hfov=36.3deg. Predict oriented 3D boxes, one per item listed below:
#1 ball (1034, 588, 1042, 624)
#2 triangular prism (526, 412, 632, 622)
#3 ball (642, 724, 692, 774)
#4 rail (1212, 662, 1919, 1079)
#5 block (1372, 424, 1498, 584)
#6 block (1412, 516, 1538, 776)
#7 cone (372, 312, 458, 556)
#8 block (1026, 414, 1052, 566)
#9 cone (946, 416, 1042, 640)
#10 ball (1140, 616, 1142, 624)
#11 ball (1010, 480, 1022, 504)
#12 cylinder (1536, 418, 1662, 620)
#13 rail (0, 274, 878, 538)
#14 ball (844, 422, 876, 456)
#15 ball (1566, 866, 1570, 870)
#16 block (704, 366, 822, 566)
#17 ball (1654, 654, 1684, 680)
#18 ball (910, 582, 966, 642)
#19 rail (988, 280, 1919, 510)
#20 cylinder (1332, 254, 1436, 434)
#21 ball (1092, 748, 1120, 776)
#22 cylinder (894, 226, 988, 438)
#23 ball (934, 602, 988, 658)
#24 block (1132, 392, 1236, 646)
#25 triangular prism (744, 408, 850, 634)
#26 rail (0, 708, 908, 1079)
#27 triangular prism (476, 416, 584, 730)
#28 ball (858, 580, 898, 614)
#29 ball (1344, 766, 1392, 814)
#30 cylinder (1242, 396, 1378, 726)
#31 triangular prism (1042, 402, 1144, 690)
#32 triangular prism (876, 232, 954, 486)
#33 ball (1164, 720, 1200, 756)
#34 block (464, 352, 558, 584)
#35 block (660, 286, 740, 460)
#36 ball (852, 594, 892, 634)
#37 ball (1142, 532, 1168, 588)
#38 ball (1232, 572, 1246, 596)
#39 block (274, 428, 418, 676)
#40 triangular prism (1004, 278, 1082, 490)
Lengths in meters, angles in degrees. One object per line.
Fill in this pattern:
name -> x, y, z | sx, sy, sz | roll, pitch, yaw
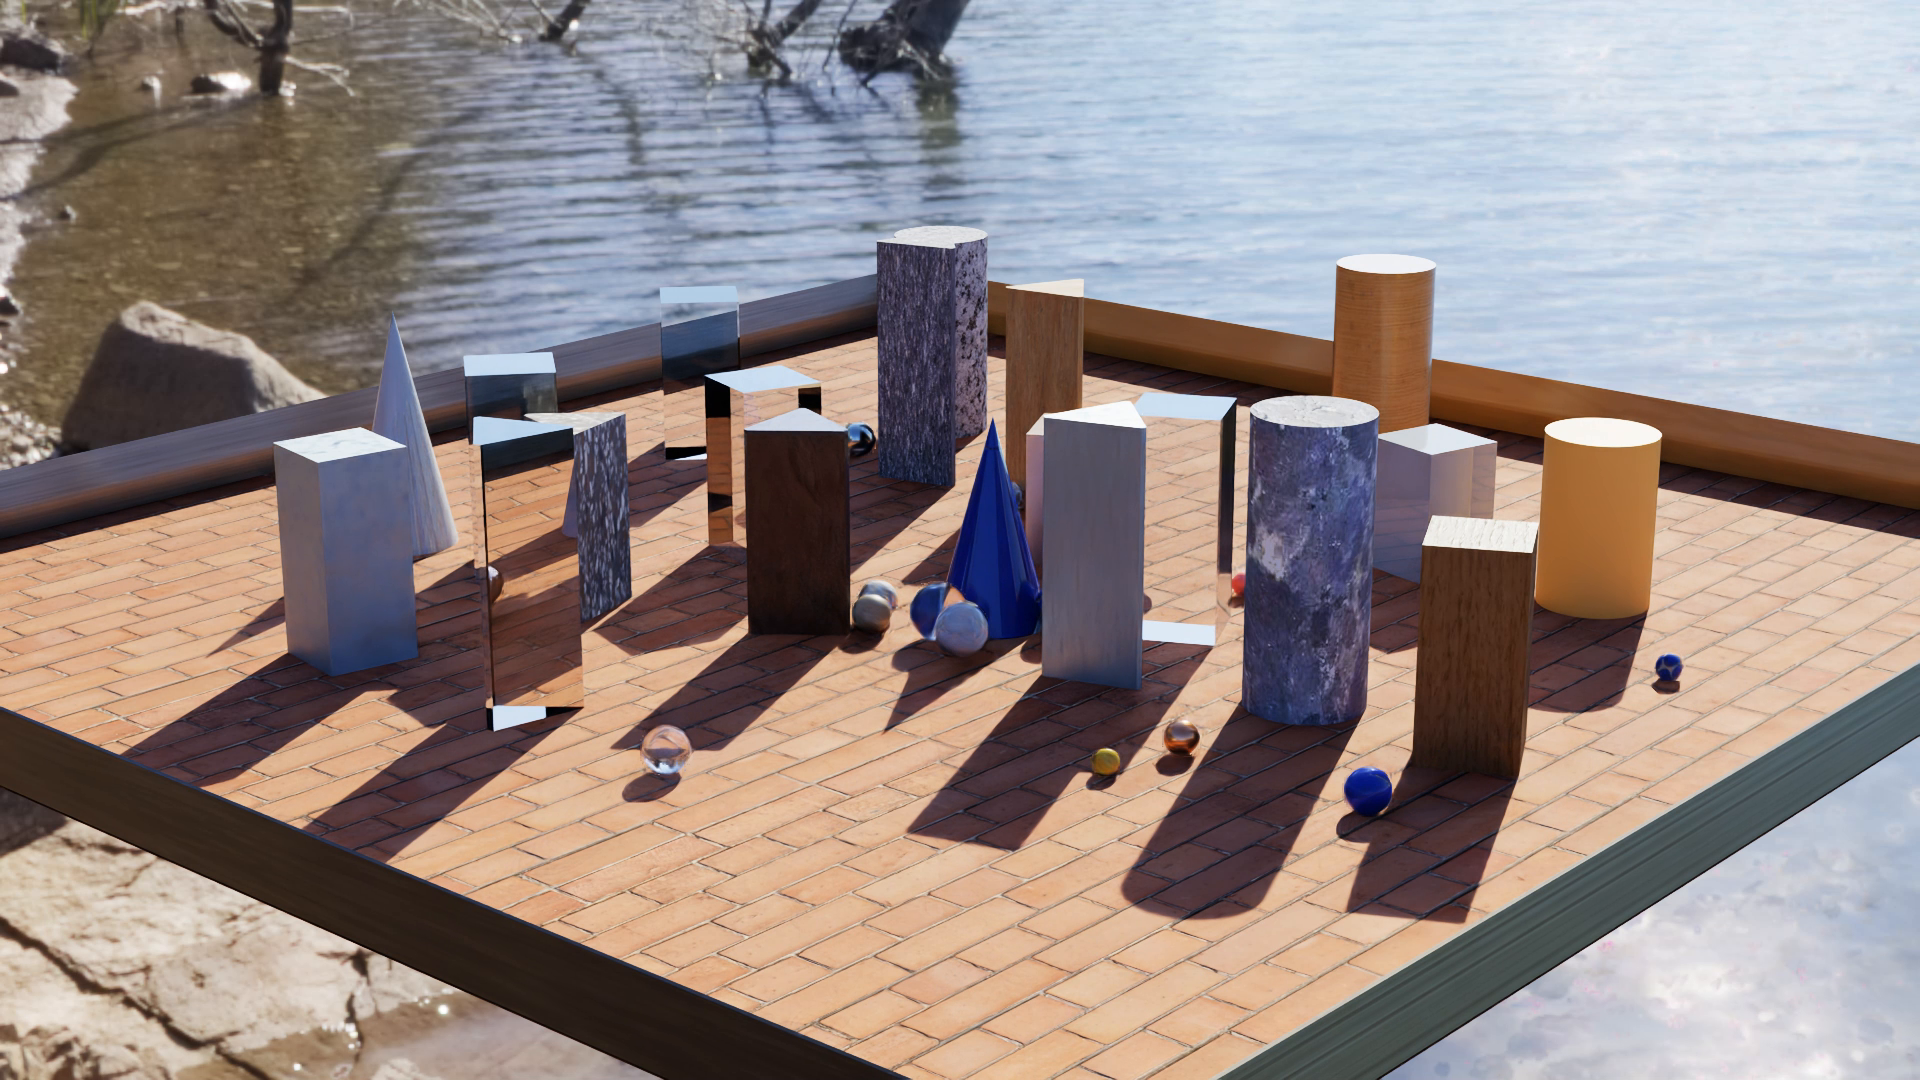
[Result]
ball -> 0.173, 0.112, 4.914 | 0.095, 0.095, 0.095 | 0, 17, 0
triangular prism -> -0.635, -0.048, 5.034 | 0.147, 0.331, 0.169 | -11, 20, -33
ball -> -0.431, 0.308, 4.303 | 0.073, 0.073, 0.073 | 0, 17, 0
rail -> 1.166, 0.324, 4.151 | 0.045, 0.127, 3.217 | 14, 22, 39
block -> 0.843, -0.065, 5.246 | 0.156, 0.241, 0.156 | -11, 20, -32
block -> 0.763, 0.155, 4.342 | 0.156, 0.343, 0.156 | 4, 17, 14
cone -> -1.029, -0.207, 5.378 | 0.196, 0.437, 0.196 | 0, 17, 0
block -> 0.212, -0.088, 5.317 | 0.156, 0.245, 0.156 | 4, 17, 13
cone -> 0.055, -0.034, 4.939 | 0.196, 0.360, 0.196 | 0, 17, 0
ball -> 0.255, 0.133, 4.852 | 0.091, 0.091, 0.091 | 0, 17, 0
ball -> 0.089, -0.086, 5.634 | 0.058, 0.058, 0.058 | 0, 17, 0
cylinder -> 1.098, -0.039, 5.051 | 0.196, 0.304, 0.196 | 0, 17, 0
rail -> -1.166, -0.260, 6.089 | 0.045, 0.127, 3.217 | 14, 22, 39
ball -> -0.209, -0.207, 6.015 | 0.069, 0.069, 0.069 | 0, 17, 0
ball -> 0.813, 0.455, 3.831 | 0.063, 0.063, 0.063 | 0, 17, 0
block -> -0.357, -0.137, 5.345 | 0.156, 0.322, 0.156 | -10, 19, -30
ball -> 1.136, 0.203, 4.699 | 0.044, 0.044, 0.044 | 0, 17, 0
ball -> -0.035, 0.120, 4.880 | 0.098, 0.098, 0.098 | 0, 17, 0
rail -> 1.039, -0.314, 6.266 | 3.135, 0.127, 0.045 | 14, 22, 39
cylinder -> 0.842, -0.343, 5.855 | 0.196, 0.424, 0.196 | 0, 17, 0
ball -> 0.214, 0.325, 4.301 | 0.040, 0.040, 0.040 | 0, 17, 0
cylinder -> -0.040, -0.439, 6.186 | 0.196, 0.416, 0.196 | 0, 17, 0
ball -> 0.002, 0.147, 4.799 | 0.089, 0.089, 0.089 | 0, 17, 0
block -> 0.367, -0.037, 4.904 | 0.156, 0.385, 0.156 | 4, 17, 14
triangular prism -> -0.268, -0.033, 4.945 | 0.169, 0.354, 0.147 | 0, 17, 2
rail -> -1.039, 0.377, 3.974 | 3.135, 0.127, 0.045 | 14, 22, 39
triangular prism -> -0.698, 0.043, 4.523 | 0.169, 0.452, 0.147 | -13, 21, -37
ball -> -0.139, 0.102, 4.993 | 0.068, 0.068, 0.068 | 0, 17, 0
ball -> 0.579, 0.355, 4.155 | 0.068, 0.068, 0.068 | 0, 17, 0
cylinder -> 0.539, 0.030, 4.530 | 0.196, 0.473, 0.196 | 0, 17, 0
triangular prism -> 0.239, 0.003, 4.696 | 0.169, 0.430, 0.147 | 8, 18, 23
triangular prism -> -0.055, -0.365, 5.831 | 0.169, 0.477, 0.147 | 8, 19, 26
ball -> 0.331, 0.295, 4.378 | 0.054, 0.054, 0.054 | 0, 17, 0
block -> -0.794, -0.129, 5.222 | 0.156, 0.379, 0.156 | -3, 17, -10
block -> -0.533, -0.345, 6.026 | 0.156, 0.326, 0.156 | -2, 17, -6
ball -> -0.149, 0.124, 4.923 | 0.067, 0.067, 0.067 | 0, 17, 0
ball -> 0.319, 0.035, 5.167 | 0.096, 0.096, 0.096 | 0, 17, 0
ball -> 0.497, 0.077, 5.120 | 0.044, 0.044, 0.044 | 0, 17, 0
block -> -0.999, 0.017, 4.772 | 0.156, 0.357, 0.156 | -13, 21, -37
triangular prism -> 0.199, -0.302, 5.751 | 0.169, 0.403, 0.147 | 10, 20, 31
